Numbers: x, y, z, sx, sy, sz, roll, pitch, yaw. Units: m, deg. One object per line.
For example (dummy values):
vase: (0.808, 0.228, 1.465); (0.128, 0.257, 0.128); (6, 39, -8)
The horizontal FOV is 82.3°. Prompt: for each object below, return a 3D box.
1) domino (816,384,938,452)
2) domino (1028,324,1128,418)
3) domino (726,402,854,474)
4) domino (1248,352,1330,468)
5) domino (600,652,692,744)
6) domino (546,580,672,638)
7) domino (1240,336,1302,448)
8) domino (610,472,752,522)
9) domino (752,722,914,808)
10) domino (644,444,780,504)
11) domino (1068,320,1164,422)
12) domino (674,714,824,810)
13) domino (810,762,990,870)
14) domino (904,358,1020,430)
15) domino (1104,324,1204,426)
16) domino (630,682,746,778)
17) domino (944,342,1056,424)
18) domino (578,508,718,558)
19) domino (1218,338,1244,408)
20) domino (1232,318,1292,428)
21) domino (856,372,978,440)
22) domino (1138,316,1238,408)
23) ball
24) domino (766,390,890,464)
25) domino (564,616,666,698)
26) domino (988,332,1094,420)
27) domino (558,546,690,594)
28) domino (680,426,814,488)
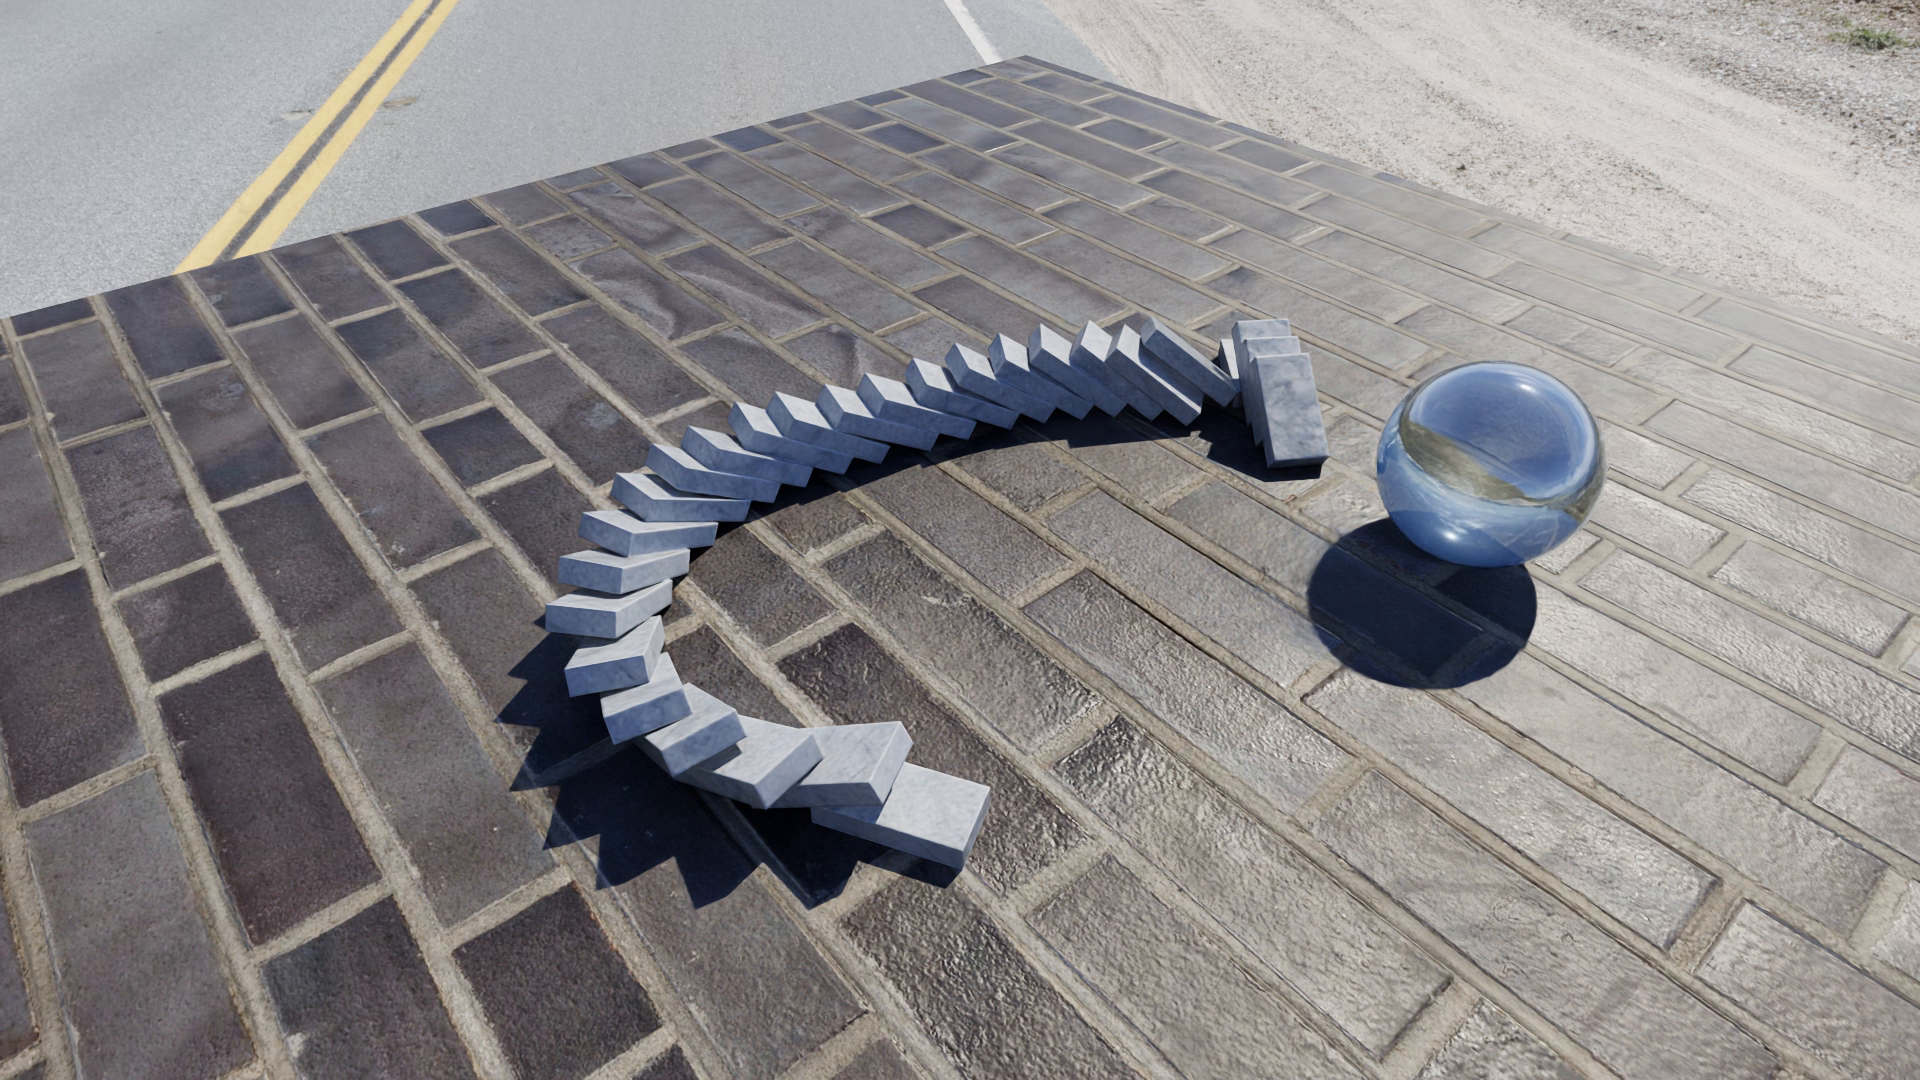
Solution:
domino: (-0.037, -0.055, 0.492); (0.050, 0.010, 0.025); (10, 30, -36)
domino: (0.056, -0.080, 0.519); (0.050, 0.010, 0.025); (30, 33, -19)
domino: (-0.073, -0.044, 0.477); (0.050, 0.010, 0.025); (13, 26, -39)
domino: (0.147, -0.058, 0.493); (0.025, 0.010, 0.050); (-5, 74, -5)
domino: (-0.104, 0.051, 0.361); (0.025, 0.009, 0.050); (-20, 14, -17)
domino: (-0.126, 0.023, 0.397); (0.025, 0.009, 0.050); (5, 11, 6)
domino: (0.146, -0.068, 0.506); (0.025, 0.009, 0.050); (-4, 74, -4)
domino: (-0.112, -0.017, 0.446); (0.025, 0.009, 0.050); (31, 19, 32)
domino: (-0.042, 0.070, 0.342); (0.050, 0.010, 0.025); (-9, 32, 30)
domino: (-0.102, -0.027, 0.455); (0.025, 0.010, 0.050); (32, 15, 36)
domino: (0.076, -0.080, 0.521); (0.050, 0.010, 0.025); (35, 40, -11)
domino: (-0.069, 0.068, 0.345); (0.050, 0.010, 0.025); (2, 32, 44)
domino: (-0.018, 0.083, 0.343); (0.050, 0.010, 0.025); (13, 41, 15)
domino: (0.001, -0.068, 0.509); (0.050, 0.010, 0.025); (13, 32, -29)
domino: (0.092, -0.077, 0.517); (0.050, 0.010, 0.025); (36, 40, -10)
domino: (-0.089, 0.060, 0.351); (0.025, 0.009, 0.050); (-27, 16, -26)
domino: (0.019, -0.073, 0.512); (0.050, 0.009, 0.025); (20, 28, -30)
domino: (-0.121, -0.004, 0.430); (0.025, 0.009, 0.050); (20, 13, 23)
domino: (0.145, -0.083, 0.544); (0.025, 0.010, 0.050); (1, 39, 2)
domino: (0.145, -0.079, 0.519); (0.025, 0.010, 0.050); (-4, 74, -4)
domino: (-0.019, -0.060, 0.499); (0.050, 0.010, 0.025); (10, 30, -36)
domino: (0.108, -0.085, 0.522); (0.050, 0.010, 0.025); (35, 23, -13)
ball: (0.202, -0.029, 0.423); (0.080, 0.080, 0.080); (0, 39, 0)
domino: (-0.058, -0.049, 0.483); (0.050, 0.010, 0.025); (13, 26, -39)
domino: (-0.117, 0.039, 0.377); (0.025, 0.010, 0.050); (-10, 12, -7)
domino: (0.038, -0.077, 0.517); (0.050, 0.010, 0.025); (23, 33, -24)
domino: (-0.125, 0.009, 0.412); (0.025, 0.009, 0.050); (10, 9, 13)
domino: (-0.089, -0.035, 0.464); (0.050, 0.009, 0.025); (9, 19, -49)
